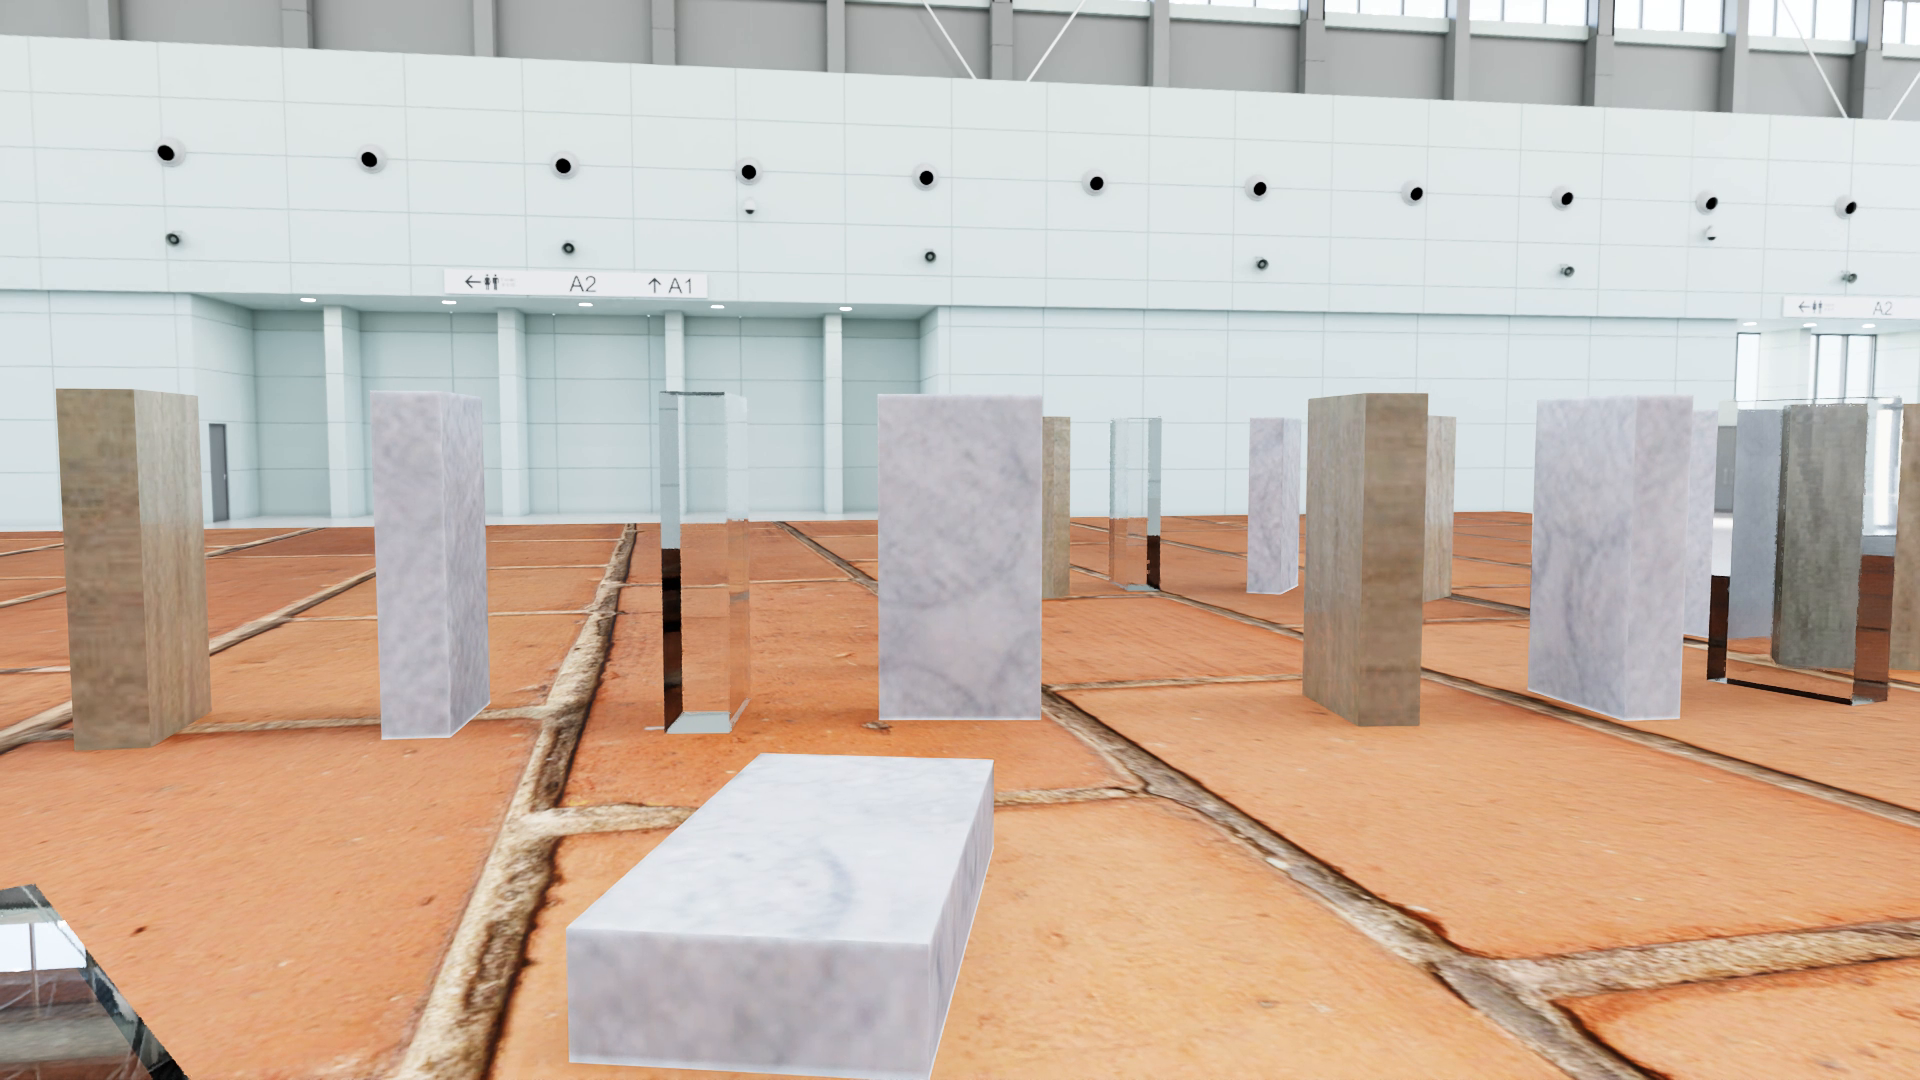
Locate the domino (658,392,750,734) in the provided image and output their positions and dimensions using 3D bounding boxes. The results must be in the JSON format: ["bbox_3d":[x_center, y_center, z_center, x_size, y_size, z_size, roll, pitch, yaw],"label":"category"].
[{"bbox_3d":[-0.039,0.003,0.199,0.010,0.050,0.025,0,4,-2],"label":"domino"}]

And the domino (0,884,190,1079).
[{"bbox_3d":[-0.061,0.033,0.070,0.025,0.009,0.050,-4,6,-45],"label":"domino"}]

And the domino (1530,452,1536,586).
[{"bbox_3d":[0.155,-0.007,0.322,0.025,0.050,0.010,-3,5,-38],"label":"domino"}]

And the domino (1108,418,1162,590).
[{"bbox_3d":[0.052,-0.011,0.383,0.009,0.050,0.025,0,4,-6],"label":"domino"}]

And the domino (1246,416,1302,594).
[{"bbox_3d":[0.092,-0.011,0.374,0.009,0.050,0.025,2,5,26],"label":"domino"}]

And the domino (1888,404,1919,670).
[{"bbox_3d":[0.175,-0.001,0.246,0.025,0.050,0.010,2,5,25],"label":"domino"}]

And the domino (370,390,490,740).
[{"bbox_3d":[-0.080,0.003,0.196,0.009,0.050,0.025,-1,4,-7],"label":"domino"}]

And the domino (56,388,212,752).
[{"bbox_3d":[-0.121,0.003,0.189,0.010,0.050,0.025,-1,4,-13],"label":"domino"}]

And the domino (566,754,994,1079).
[{"bbox_3d":[-0.012,0.030,0.111,0.025,0.009,0.050,0,4,6],"label":"domino"}]

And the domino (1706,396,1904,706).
[{"bbox_3d":[0.144,0.001,0.220,0.009,0.050,0.025,-2,5,-25],"label":"domino"}]

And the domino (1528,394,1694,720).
[{"bbox_3d":[0.105,0.002,0.208,0.009,0.050,0.025,-1,4,-9],"label":"domino"}]

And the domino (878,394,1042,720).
[{"bbox_3d":[0.000,0.002,0.201,0.025,0.050,0.009,0,4,0],"label":"domino"}]

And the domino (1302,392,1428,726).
[{"bbox_3d":[0.064,0.002,0.204,0.009,0.050,0.025,0,4,-4],"label":"domino"}]

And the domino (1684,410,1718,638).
[{"bbox_3d":[0.175,-0.004,0.287,0.025,0.050,0.009,-1,4,-18],"label":"domino"}]

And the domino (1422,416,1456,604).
[{"bbox_3d":[0.126,-0.009,0.352,0.009,0.050,0.025,4,6,39],"label":"domino"}]

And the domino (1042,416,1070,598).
[{"bbox_3d":[0.018,-0.010,0.362,0.025,0.050,0.009,3,5,33],"label":"domino"}]
